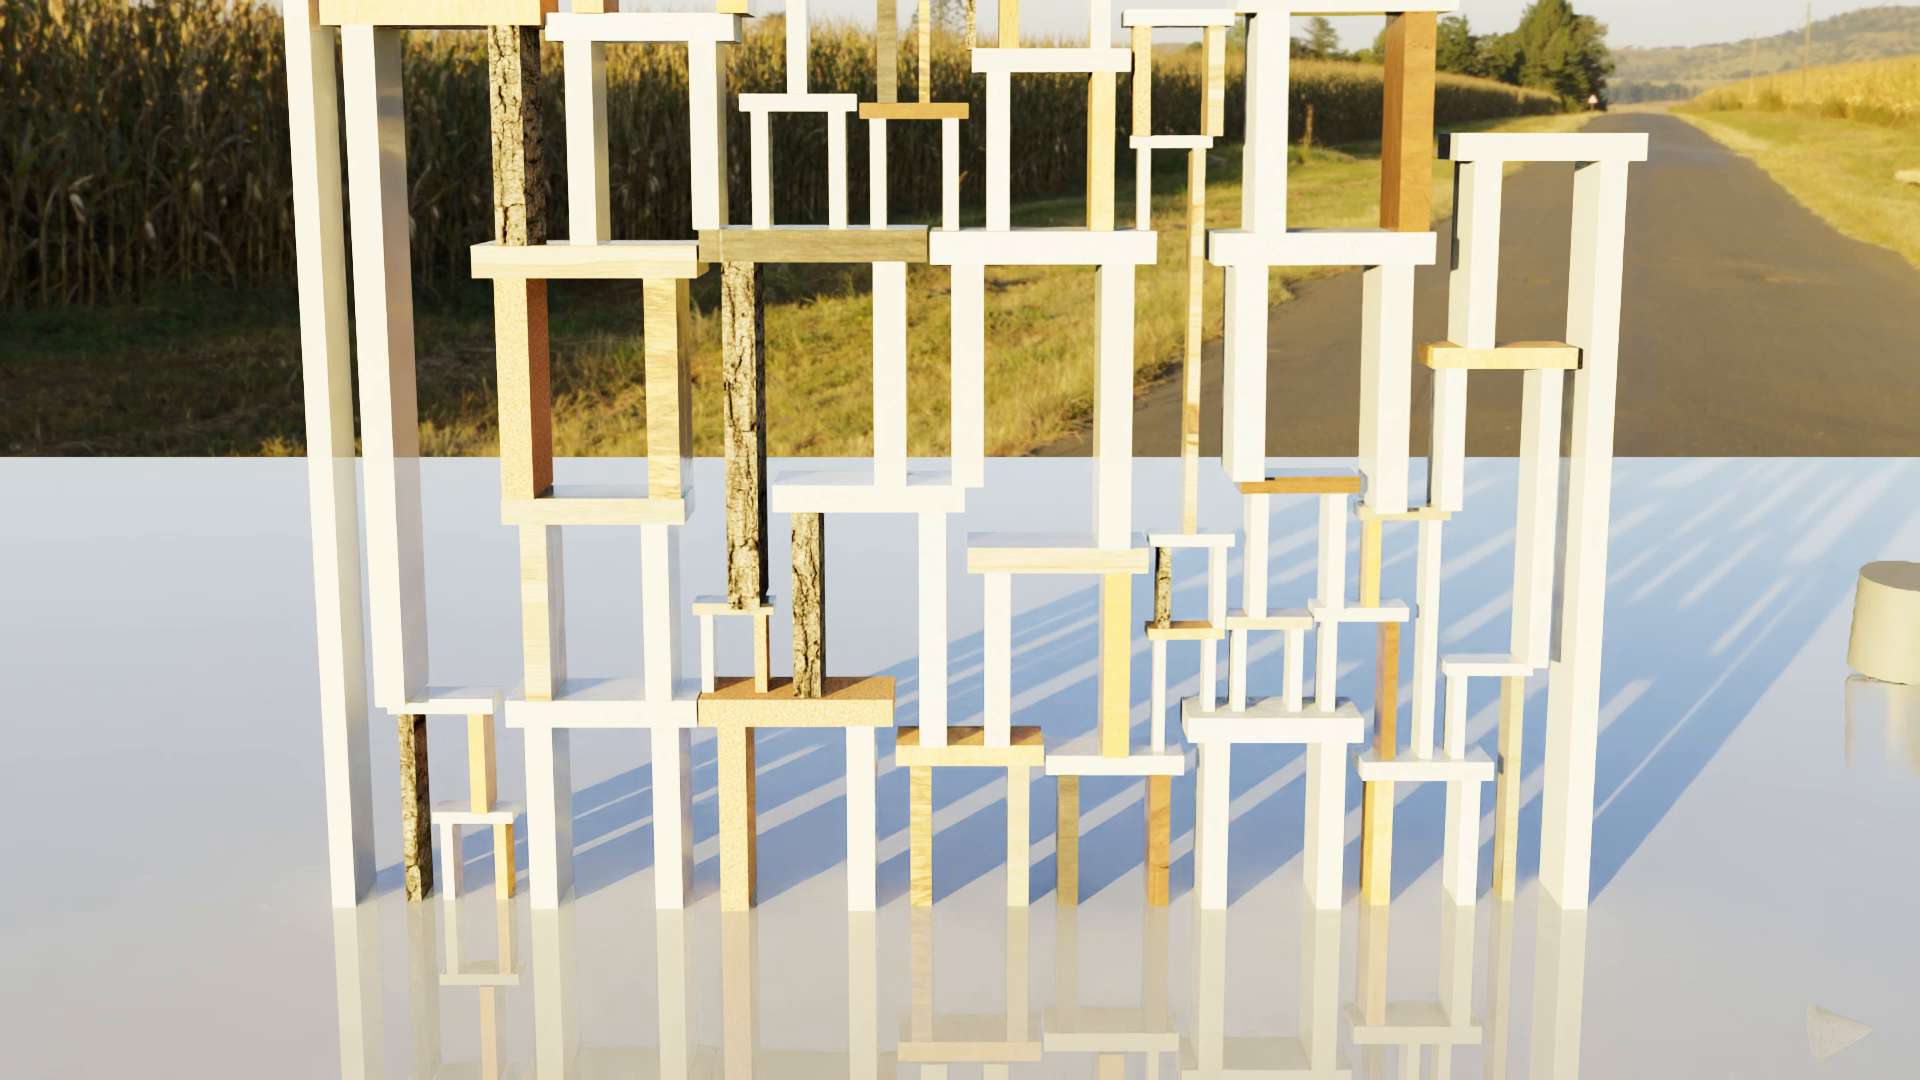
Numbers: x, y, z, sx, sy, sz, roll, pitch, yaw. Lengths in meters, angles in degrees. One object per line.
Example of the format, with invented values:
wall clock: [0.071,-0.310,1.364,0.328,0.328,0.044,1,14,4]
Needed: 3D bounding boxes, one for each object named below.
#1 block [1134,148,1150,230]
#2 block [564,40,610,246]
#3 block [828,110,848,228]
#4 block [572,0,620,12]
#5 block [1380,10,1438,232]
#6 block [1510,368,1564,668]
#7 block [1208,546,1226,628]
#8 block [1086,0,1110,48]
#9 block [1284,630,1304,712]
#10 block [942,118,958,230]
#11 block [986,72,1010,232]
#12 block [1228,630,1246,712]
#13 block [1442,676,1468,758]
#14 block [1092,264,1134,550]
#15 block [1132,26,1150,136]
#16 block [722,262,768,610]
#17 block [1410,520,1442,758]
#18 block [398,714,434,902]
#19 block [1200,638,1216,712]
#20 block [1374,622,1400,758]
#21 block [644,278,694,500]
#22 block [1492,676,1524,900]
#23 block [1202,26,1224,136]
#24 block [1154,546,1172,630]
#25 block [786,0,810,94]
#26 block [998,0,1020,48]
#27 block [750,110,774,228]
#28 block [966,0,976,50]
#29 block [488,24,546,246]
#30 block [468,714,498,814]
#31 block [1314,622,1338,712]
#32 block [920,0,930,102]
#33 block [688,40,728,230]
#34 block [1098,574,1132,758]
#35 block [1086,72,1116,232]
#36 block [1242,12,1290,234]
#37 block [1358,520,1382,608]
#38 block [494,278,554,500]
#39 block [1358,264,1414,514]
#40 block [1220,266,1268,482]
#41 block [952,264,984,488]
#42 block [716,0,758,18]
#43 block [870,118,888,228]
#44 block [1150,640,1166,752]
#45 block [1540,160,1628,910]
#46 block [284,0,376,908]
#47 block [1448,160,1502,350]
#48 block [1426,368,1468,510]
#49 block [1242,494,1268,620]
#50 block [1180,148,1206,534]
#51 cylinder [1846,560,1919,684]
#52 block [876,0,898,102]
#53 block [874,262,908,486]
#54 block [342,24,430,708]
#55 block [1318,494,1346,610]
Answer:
block: [0.287,-0.552,3.457,0.018,0.127,0.063,0,11,0]
block: [-0.583,-0.621,3.446,0.040,0.310,0.143,0,11,0]
block: [-0.190,-0.581,3.452,0.026,0.180,0.090,0,11,0]
block: [-0.563,-0.975,3.377,0.047,0.329,0.164,0,11,0]
block: [0.698,-0.651,3.431,0.047,0.332,0.166,0,11,1]
block: [0.930,-0.042,3.548,0.032,0.483,0.113,0,11,0]
block: [0.418,0.071,3.574,0.019,0.135,0.067,-1,10,-1]
block: [0.215,-0.866,3.403,0.030,0.210,0.105,0,11,0]
block: [0.546,0.206,3.601,0.020,0.138,0.069,0,11,0]
block: [-0.014,-0.574,3.452,0.024,0.171,0.084,0,11,0]
block: [0.059,-0.609,3.446,0.034,0.242,0.121,0,11,0]
block: [0.454,0.206,3.601,0.020,0.138,0.069,0,11,0]
block: [0.813,0.282,3.615,0.020,0.140,0.070,0,11,0]
block: [0.244,-0.221,3.519,0.049,0.449,0.174,0,11,0]
block: [0.281,-0.714,3.425,0.024,0.166,0.083,0,10,0]
block: [-0.344,-0.175,3.531,0.050,0.549,0.175,0,11,0]
block: [0.761,0.156,3.594,0.020,0.396,0.072,0,11,0]
block: [-0.901,0.432,3.644,0.024,0.320,0.085,0,11,0]
block: [0.406,0.215,3.597,0.017,0.121,0.061,0,11,0]
block: [0.700,0.237,3.609,0.021,0.230,0.076,0,11,0]
block: [-0.465,-0.250,3.518,0.049,0.347,0.174,0,11,0]
block: [0.906,0.402,3.637,0.020,0.382,0.070,0,11,0]
block: [0.394,-0.714,3.425,0.024,0.167,0.083,0,11,-1]
block: [0.329,0.071,3.571,0.019,0.135,0.068,0,10,-1]
block: [-0.251,-0.797,3.415,0.029,0.207,0.104,0,11,0]
block: [0.075,-0.865,3.403,0.030,0.210,0.105,0,11,0]
block: [-0.310,-0.582,3.452,0.026,0.180,0.090,0,11,0]
block: [0.017,-0.814,3.407,0.015,0.108,0.054,0,11,0]
block: [-0.691,-0.631,3.438,0.047,0.332,0.166,0,11,0]
block: [-0.788,0.358,3.630,0.024,0.170,0.085,0,11,0]
block: [0.599,0.198,3.602,0.021,0.151,0.076,0,11,0]
block: [-0.055,-0.775,3.415,0.015,0.189,0.054,0,11,0]
block: [-0.393,-0.633,3.444,0.040,0.285,0.143,0,11,0]
block: [0.252,0.190,3.595,0.041,0.305,0.144,0,11,0]
block: [0.221,-0.609,3.446,0.034,0.242,0.121,0,11,0]
block: [0.476,-0.650,3.433,0.047,0.332,0.166,0,11,1]
block: [0.665,0.032,3.571,0.020,0.144,0.072,0,11,0]
block: [-0.697,-0.250,3.518,0.049,0.347,0.174,0,11,0]
block: [0.678,-0.249,3.509,0.048,0.391,0.170,0,11,1]
block: [0.452,-0.274,3.506,0.048,0.339,0.170,0,11,0]
block: [0.011,-0.270,3.509,0.049,0.348,0.174,0,10,0]
block: [-0.345,-0.975,3.378,0.047,0.329,0.164,0,11,0]
block: [-0.127,-0.576,3.452,0.024,0.168,0.084,0,11,0]
block: [0.324,0.247,3.603,0.017,0.188,0.061,0,11,-1]
block: [1.005,-0.003,3.557,0.041,1.206,0.145,0,11,0]
block: [-1.009,-0.255,3.512,0.037,1.720,0.132,0,11,0]
block: [0.812,-0.453,3.472,0.041,0.290,0.145,0,11,0]
block: [0.779,-0.168,3.524,0.032,0.226,0.113,0,11,0]
block: [0.479,0.018,3.566,0.027,0.204,0.094,0,11,0]
block: [0.370,-0.315,3.501,0.018,0.611,0.063,0,10,-1]
cylinder: [2.203,0.190,5.130,0.224,0.224,0.224,0,18,0]
block: [-0.112,-0.791,3.416,0.029,0.220,0.103,0,11,0]
block: [-0.110,-0.272,3.513,0.050,0.351,0.176,0,10,0]
block: [-0.912,-0.271,3.505,0.047,1.065,0.166,0,11,0]
block: [0.603,0.011,3.563,0.027,0.189,0.095,0,11,0]
